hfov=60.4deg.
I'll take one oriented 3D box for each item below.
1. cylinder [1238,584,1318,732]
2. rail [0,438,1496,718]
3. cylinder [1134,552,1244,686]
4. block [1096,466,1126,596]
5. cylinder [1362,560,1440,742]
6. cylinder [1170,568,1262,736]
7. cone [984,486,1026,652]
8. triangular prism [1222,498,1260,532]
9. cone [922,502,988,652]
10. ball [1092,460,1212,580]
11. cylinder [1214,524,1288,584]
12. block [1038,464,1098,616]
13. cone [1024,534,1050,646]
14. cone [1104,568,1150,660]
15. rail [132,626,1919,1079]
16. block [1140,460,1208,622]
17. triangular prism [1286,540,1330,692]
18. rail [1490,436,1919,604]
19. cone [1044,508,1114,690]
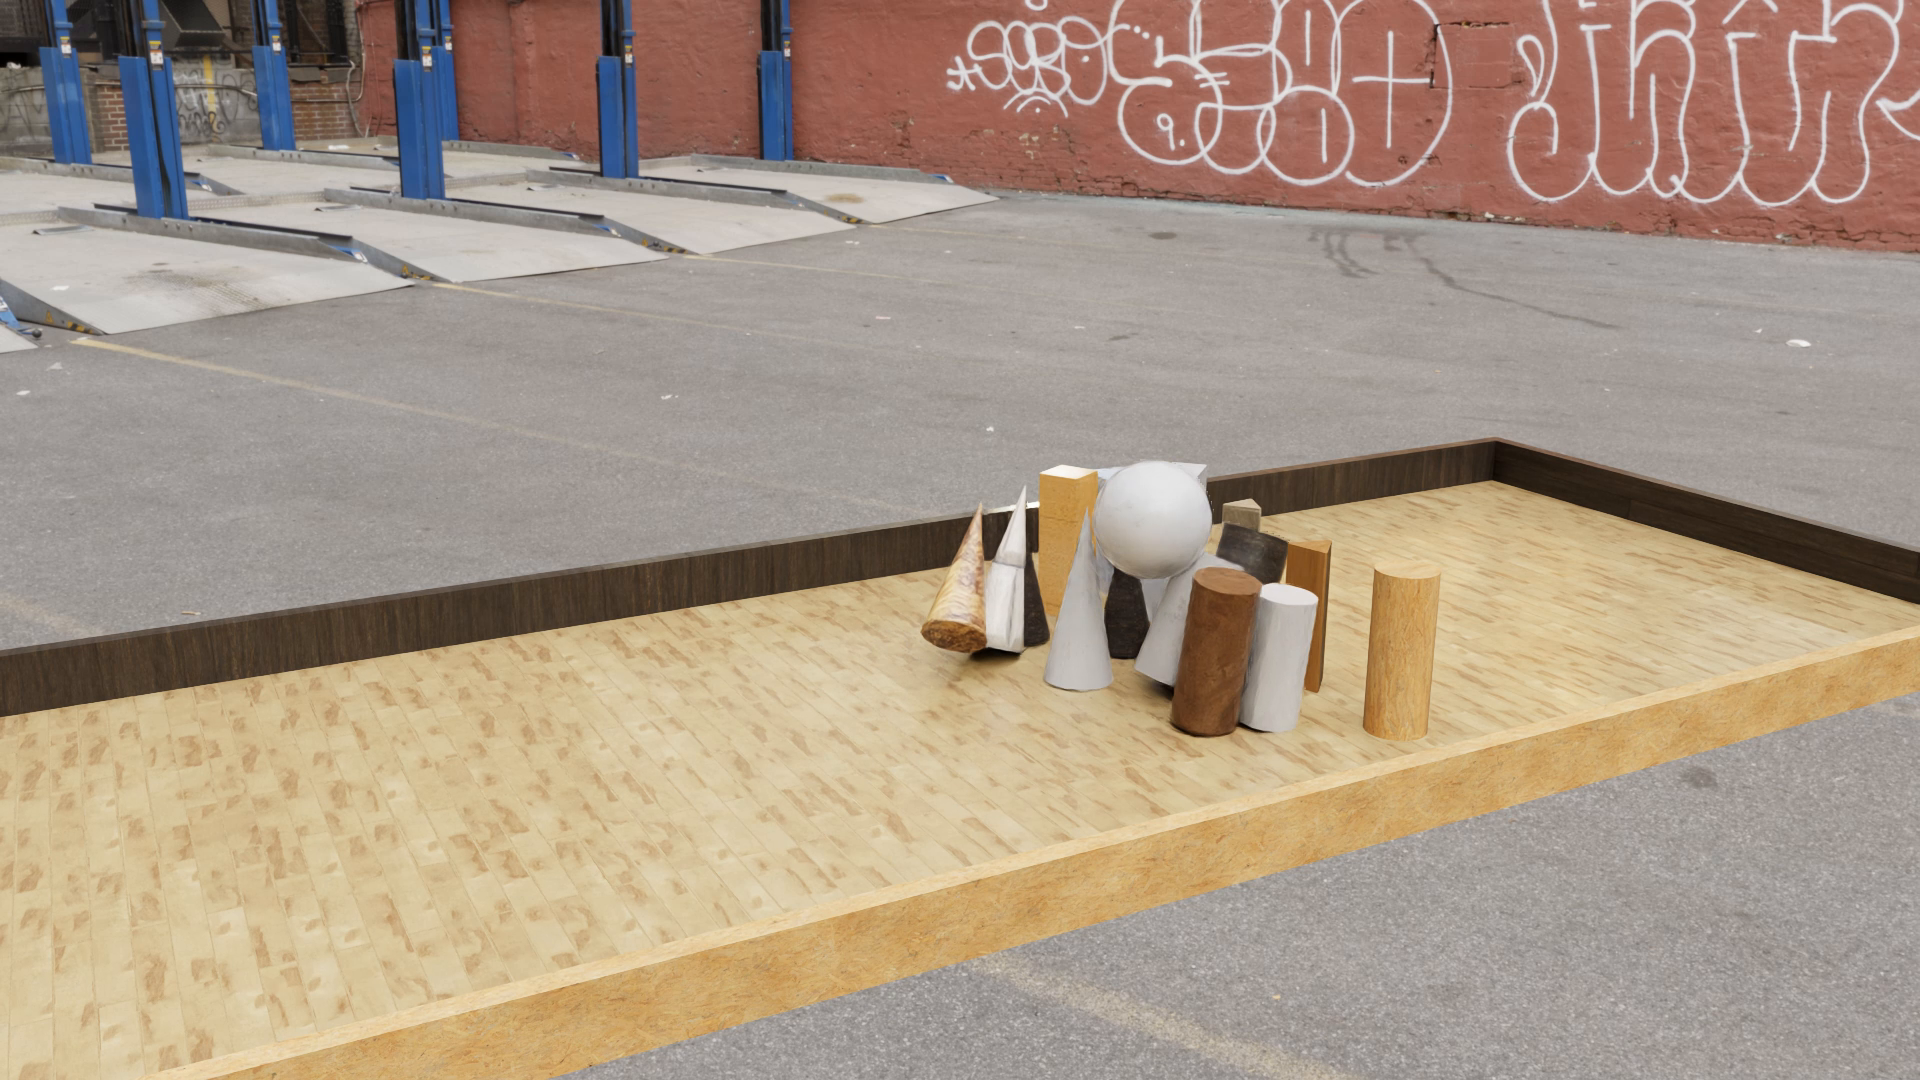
[{"bbox_3d":[0.736,0.274,3.844,0.145,0.314,0.145,5,18,-2],"label":"cylinder"},{"bbox_3d":[-3.305,0.497,3.399,12.000,0.150,0.050,-9,18,-27],"label":"rail"},{"bbox_3d":[0.562,0.191,4.055,0.160,0.330,0.160,22,4,-1],"label":"cylinder"},{"bbox_3d":[0.466,-0.029,4.845,0.141,0.343,0.141,-7,18,-23],"label":"block"},{"bbox_3d":[1.016,0.253,3.799,0.146,0.391,0.146,0,16,0],"label":"cylinder"},{"bbox_3d":[0.590,0.258,3.807,0.156,0.359,0.156,6,22,-2],"label":"cylinder"},{"bbox_3d":[0.129,0.061,4.312,0.169,0.439,0.169,12,1,0],"label":"cone"},{"bbox_3d":[0.746,0.090,4.353,0.100,0.392,0.087,8,18,24],"label":"triangular prism"},{"bbox_3d":[0.021,0.070,4.280,0.171,0.171,0.409,4,60,13],"label":"cone"},{"bbox_3d":[0.457,-0.047,3.927,0.283,0.283,0.283,0,16,0],"label":"ball"},{"bbox_3d":[0.704,0.148,4.172,0.177,0.341,0.177,18,0,0],"label":"cylinder"},{"bbox_3d":[0.301,0.005,4.624,0.118,0.403,0.118,11,20,33],"label":"block"},{"bbox_3d":[0.164,0.093,4.410,0.157,0.349,0.157,0,14,0],"label":"cone"},{"bbox_3d":[0.435,0.118,4.323,0.162,0.355,0.162,0,16,0],"label":"cone"},{"bbox_3d":[-2.336,1.006,1.665,12.000,0.150,0.050,-9,18,-27],"label":"rail"},{"bbox_3d":[0.585,0.007,4.583,0.157,0.421,0.157,6,17,19],"label":"block"},{"bbox_3d":[0.880,0.183,4.092,0.099,0.361,0.114,-14,22,-40],"label":"triangular prism"},{"bbox_3d":[2.466,-0.048,5.253,0.050,0.150,2.100,-9,18,-27],"label":"rail"},{"bbox_3d":[0.305,0.131,4.101,0.178,0.448,0.178,2,15,0],"label":"cone"}]
